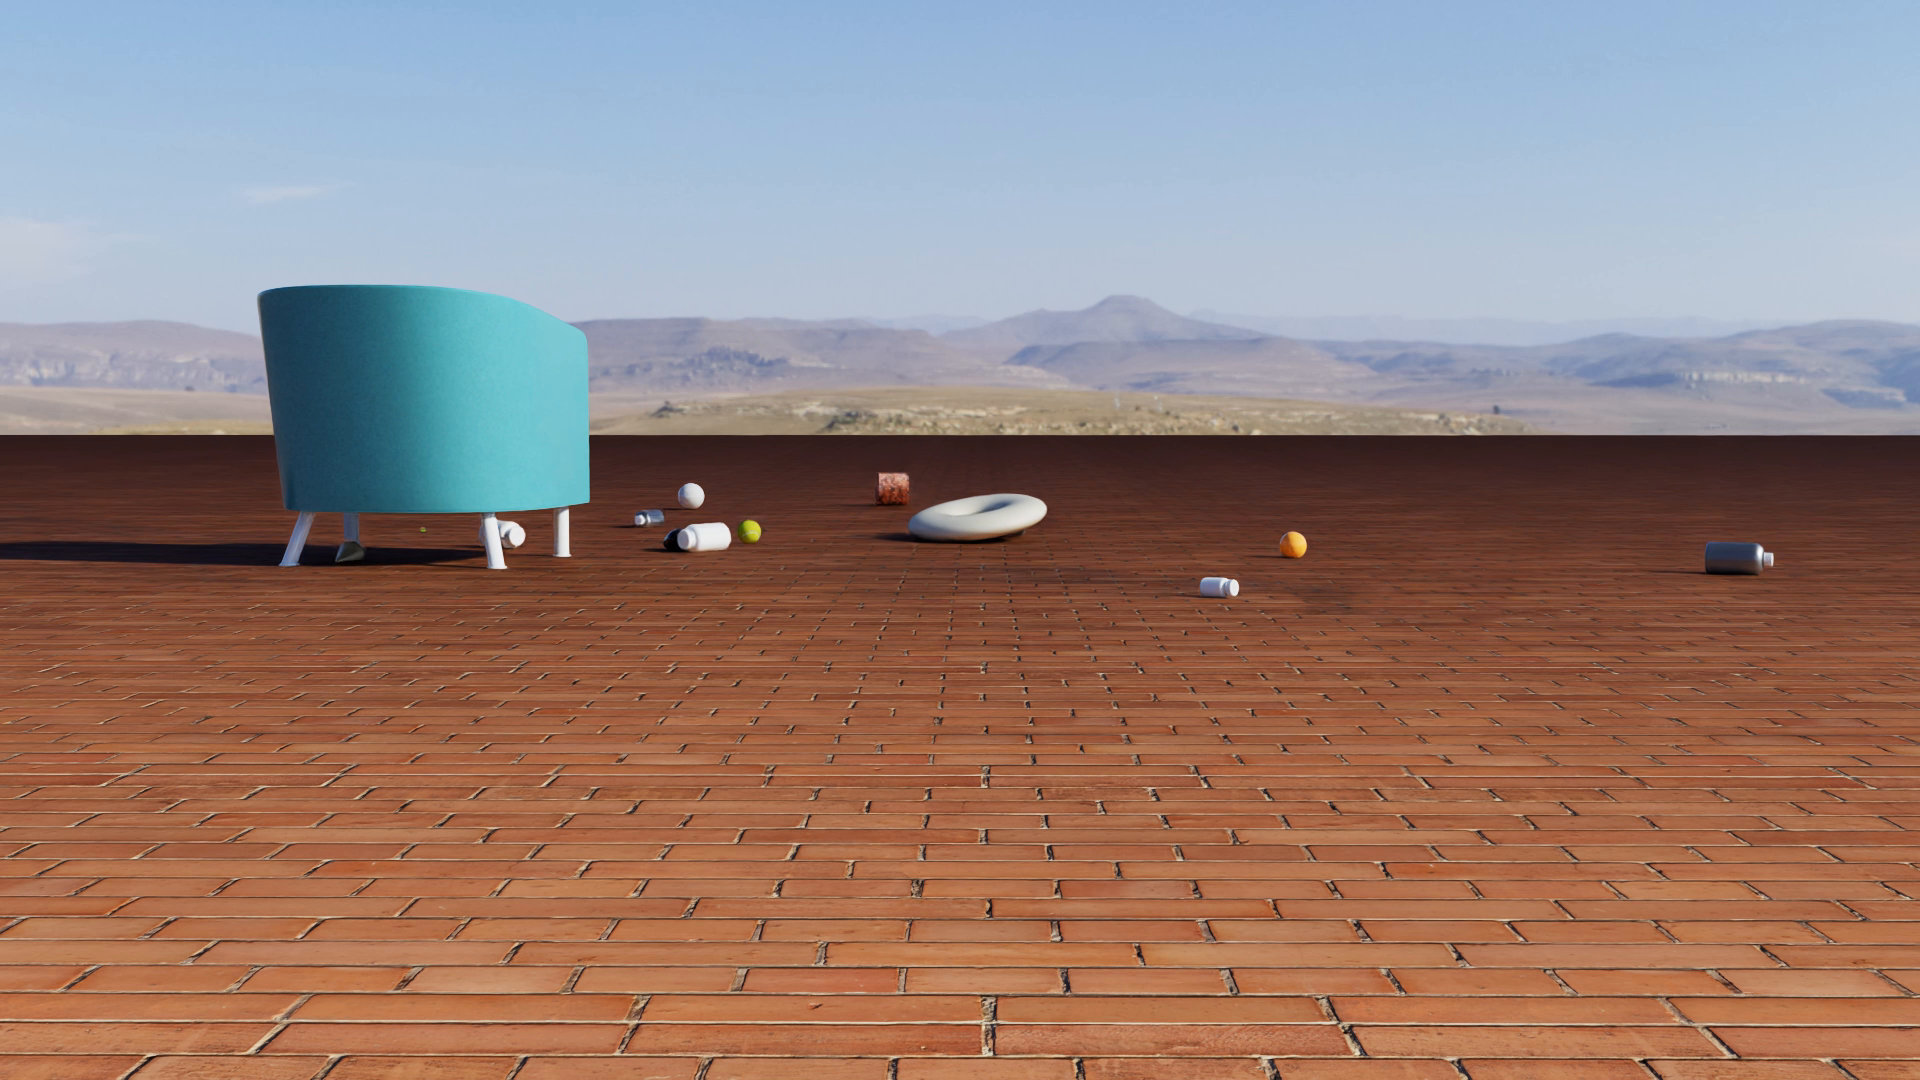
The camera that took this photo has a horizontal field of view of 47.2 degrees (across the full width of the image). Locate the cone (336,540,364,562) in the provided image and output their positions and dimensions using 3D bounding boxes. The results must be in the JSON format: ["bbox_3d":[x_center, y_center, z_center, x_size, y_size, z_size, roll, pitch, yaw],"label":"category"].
[{"bbox_3d":[-1.603,0.043,5.719,0.073,0.055,0.086,9,24,12],"label":"cone"}]

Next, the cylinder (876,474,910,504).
[{"bbox_3d":[-0.261,-0.197,8.501,0.117,0.104,0.167,-1,-28,-8],"label":"cylinder"}]

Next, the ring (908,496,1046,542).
[{"bbox_3d":[0.051,-0.066,6.578,0.417,0.073,0.451,-13,11,-19],"label":"ring"}]

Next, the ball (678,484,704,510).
[{"bbox_3d":[-1.002,-0.162,8.191,0.099,0.099,0.099,0,4,0],"label":"ball"}]
